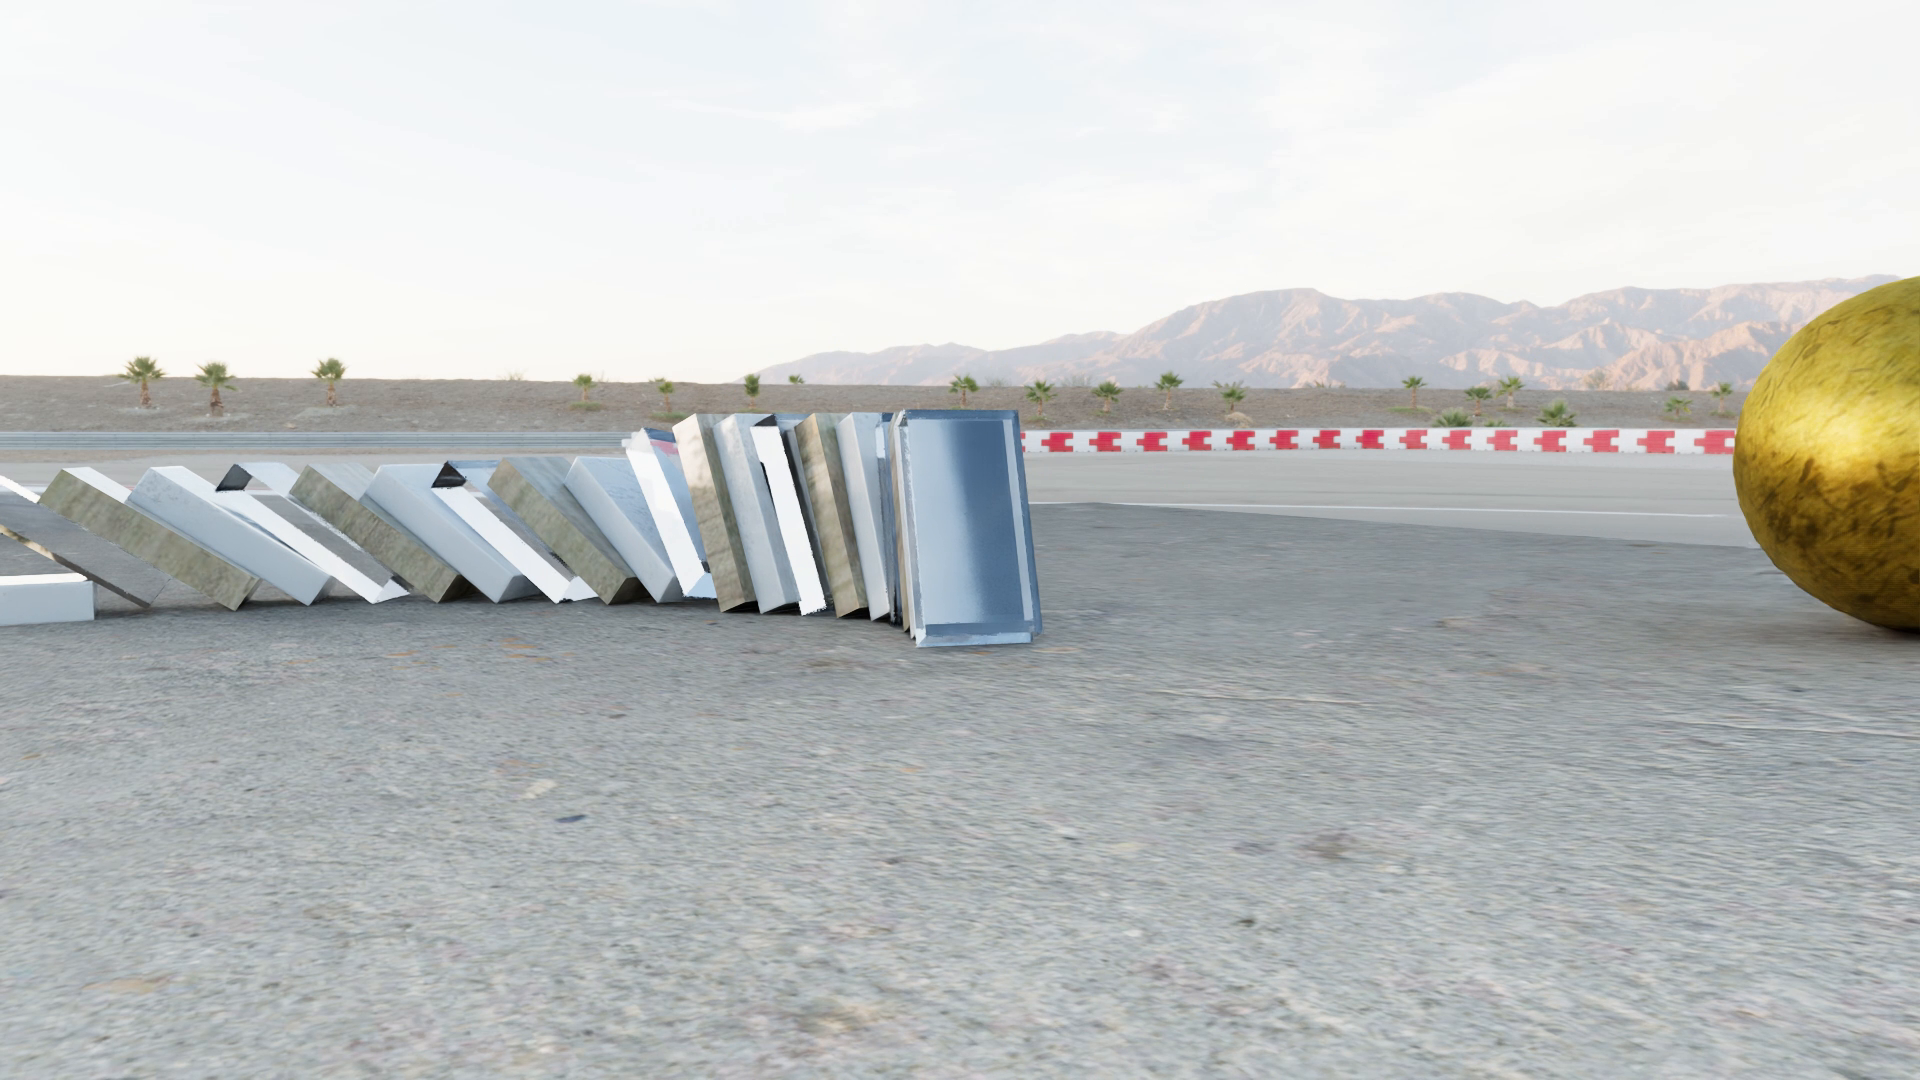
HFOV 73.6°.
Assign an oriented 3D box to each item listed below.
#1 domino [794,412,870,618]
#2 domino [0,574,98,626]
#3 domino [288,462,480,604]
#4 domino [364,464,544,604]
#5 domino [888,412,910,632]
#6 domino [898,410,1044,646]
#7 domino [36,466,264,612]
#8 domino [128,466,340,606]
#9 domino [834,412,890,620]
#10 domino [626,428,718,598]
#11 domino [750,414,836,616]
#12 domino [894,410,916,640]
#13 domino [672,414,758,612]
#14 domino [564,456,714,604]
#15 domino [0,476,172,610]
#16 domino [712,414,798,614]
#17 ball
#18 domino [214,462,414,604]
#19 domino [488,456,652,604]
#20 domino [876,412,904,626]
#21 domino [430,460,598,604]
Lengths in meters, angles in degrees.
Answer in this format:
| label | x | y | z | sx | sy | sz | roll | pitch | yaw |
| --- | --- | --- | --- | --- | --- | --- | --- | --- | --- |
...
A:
| label | x | y | z | sx | sy | sz | roll | pitch | yaw |
| --- | --- | --- | --- | --- | --- | --- | --- | --- | --- |
| domino | -0.024 | -0.007 | 0.323 | 0.025 | 0.050 | 0.010 | -4 | -15 | -42 |
| domino | -0.237 | 0.015 | 0.307 | 0.050 | 0.010 | 0.025 | -3 | 5 | -31 |
| domino | -0.156 | -0.003 | 0.355 | 0.050 | 0.010 | 0.025 | 36 | 6 | 1 |
| domino | -0.137 | -0.003 | 0.357 | 0.050 | 0.010 | 0.025 | 37 | 13 | 10 |
| domino | -0.002 | -0.005 | 0.296 | 0.025 | 0.050 | 0.010 | -1 | -18 | -14 |
| domino | 0.002 | -0.003 | 0.275 | 0.025 | 0.050 | 0.010 | -1 | -18 | -14 |
| domino | -0.206 | 0.000 | 0.330 | 0.050 | 0.010 | 0.025 | 36 | -9 | -20 |
| domino | -0.191 | -0.001 | 0.342 | 0.050 | 0.009 | 0.025 | 35 | -5 | -15 |
| domino | -0.013 | -0.006 | 0.317 | 0.025 | 0.050 | 0.010 | -3 | -16 | -34 |
| domino | -0.070 | -0.007 | 0.347 | 0.025 | 0.050 | 0.009 | 8 | -45 | -49 |
| domino | -0.035 | -0.007 | 0.329 | 0.010 | 0.050 | 0.025 | -23 | -11 | 38 |
| domino | 0.000 | -0.004 | 0.285 | 0.025 | 0.050 | 0.010 | -1 | -18 | -14 |
| domino | -0.056 | -0.008 | 0.335 | 0.010 | 0.050 | 0.025 | -23 | -10 | 37 |
| domino | -0.085 | -0.004 | 0.354 | 0.050 | 0.010 | 0.025 | 46 | 25 | 26 |
| domino | -0.222 | -0.001 | 0.317 | 0.050 | 0.010 | 0.025 | 37 | -16 | -25 |
| domino | -0.046 | -0.007 | 0.332 | 0.009 | 0.050 | 0.025 | -23 | -11 | 37 |
| ball | 0.217 | -0.019 | 0.283 | 0.080 | 0.080 | 0.080 | 0 | 4 | 0 |
| domino | -0.174 | -0.003 | 0.351 | 0.050 | 0.010 | 0.025 | 36 | 2 | -3 |
| domino | -0.104 | -0.003 | 0.354 | 0.050 | 0.009 | 0.025 | 42 | 17 | 14 |
| domino | -0.005 | -0.005 | 0.305 | 0.025 | 0.050 | 0.010 | -1 | -18 | -14 |
| domino | -0.120 | -0.003 | 0.357 | 0.050 | 0.009 | 0.025 | 39 | 15 | 11 |
